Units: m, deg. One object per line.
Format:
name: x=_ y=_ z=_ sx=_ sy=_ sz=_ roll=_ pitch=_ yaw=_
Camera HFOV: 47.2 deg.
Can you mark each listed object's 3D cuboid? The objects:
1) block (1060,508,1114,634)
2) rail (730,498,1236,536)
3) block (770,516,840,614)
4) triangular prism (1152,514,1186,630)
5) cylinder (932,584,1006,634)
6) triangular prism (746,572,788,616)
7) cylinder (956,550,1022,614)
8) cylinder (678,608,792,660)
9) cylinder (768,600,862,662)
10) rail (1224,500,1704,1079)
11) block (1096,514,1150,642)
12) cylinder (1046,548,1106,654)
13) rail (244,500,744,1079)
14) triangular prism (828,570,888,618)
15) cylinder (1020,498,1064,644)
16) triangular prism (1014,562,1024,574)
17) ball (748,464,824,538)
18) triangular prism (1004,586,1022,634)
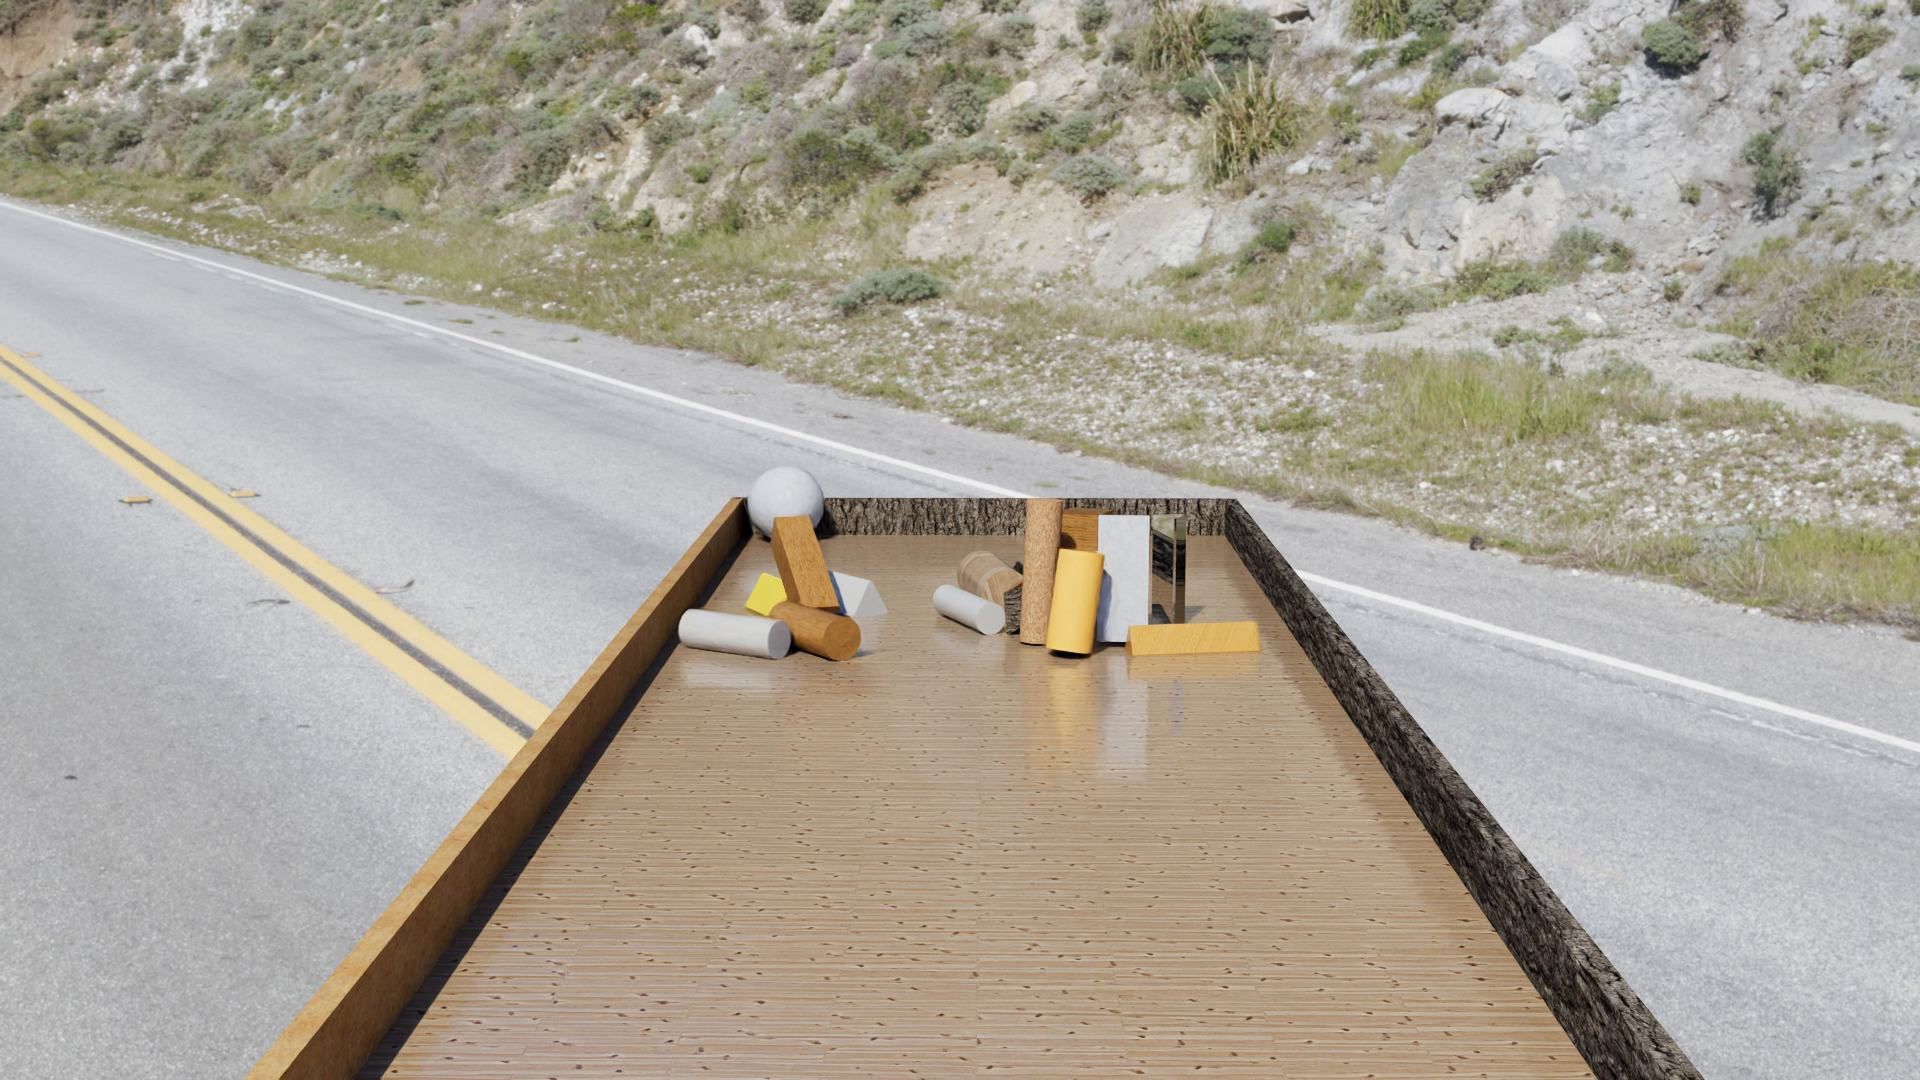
block: x=0.405 y=0.097 z=7.165 sx=0.142 sy=0.385 sz=0.142 roll=4 pitch=10 yaw=24
rail: x=0.099 y=-0.098 z=9.147 sx=2.100 sy=0.150 sz=0.050 roll=0 pitch=9 yaw=1
block: x=-0.512 y=0.113 z=7.212 sx=0.119 sy=0.119 sz=0.451 roll=-3 pitch=42 yaw=-18
triangular prism: x=0.700 y=0.102 z=7.186 sx=0.095 sy=0.369 sz=0.109 roll=-7 pitch=11 yaw=-36
cylinder: x=0.028 y=0.227 z=7.245 sx=0.104 sy=0.104 sz=0.371 roll=-4 pitch=10 yaw=-22
triangular prism: x=-0.596 y=0.192 z=7.406 sx=0.133 sy=0.115 sz=0.341 roll=-4 pitch=10 yaw=-28
cylinder: x=0.114 y=0.154 z=7.489 sx=0.173 sy=0.173 sz=0.426 roll=-2 pitch=9 yaw=-11
cylinder: x=-0.697 y=0.289 z=6.797 sx=0.344 sy=0.121 sz=0.121 roll=6 pitch=11 yaw=32
cylinder: x=-0.455 y=0.279 z=6.815 sx=0.136 sy=0.136 sz=0.338 roll=-6 pitch=11 yaw=-35
rail: x=1.046 y=0.843 z=3.208 sx=0.050 sy=0.150 sz=12.000 roll=0 pitch=9 yaw=1
block: x=0.517 y=0.119 z=6.943 sx=0.158 sy=0.394 sz=0.158 roll=1 pitch=1 yaw=5
cylinder: x=0.355 y=0.188 z=6.766 sx=0.142 sy=0.307 sz=0.142 roll=8 pitch=0 yaw=0
rail: x=-1.004 y=0.839 z=3.234 sx=0.050 sy=0.150 sz=12.000 roll=0 pitch=9 yaw=1
triangular prism: x=-0.424 y=0.169 z=7.543 sx=0.138 sy=0.119 sz=0.418 roll=-7 pitch=11 yaw=-36
cylinder: x=0.256 y=0.097 z=6.936 sx=0.114 sy=0.450 sz=0.114 roll=3 pitch=6 yaw=0
triangular prism: x=0.232 y=0.161 z=7.582 sx=0.141 sy=0.122 sz=0.352 roll=-1 pitch=9 yaw=-9
ball: x=-0.709 y=-0.150 z=8.961 sx=0.312 sy=0.312 sz=0.312 roll=0 pitch=9 yaw=0
triangular prism: x=0.249 y=0.192 z=7.226 sx=0.138 sy=0.120 sz=0.368 roll=-34 pitch=-6 yaw=25
